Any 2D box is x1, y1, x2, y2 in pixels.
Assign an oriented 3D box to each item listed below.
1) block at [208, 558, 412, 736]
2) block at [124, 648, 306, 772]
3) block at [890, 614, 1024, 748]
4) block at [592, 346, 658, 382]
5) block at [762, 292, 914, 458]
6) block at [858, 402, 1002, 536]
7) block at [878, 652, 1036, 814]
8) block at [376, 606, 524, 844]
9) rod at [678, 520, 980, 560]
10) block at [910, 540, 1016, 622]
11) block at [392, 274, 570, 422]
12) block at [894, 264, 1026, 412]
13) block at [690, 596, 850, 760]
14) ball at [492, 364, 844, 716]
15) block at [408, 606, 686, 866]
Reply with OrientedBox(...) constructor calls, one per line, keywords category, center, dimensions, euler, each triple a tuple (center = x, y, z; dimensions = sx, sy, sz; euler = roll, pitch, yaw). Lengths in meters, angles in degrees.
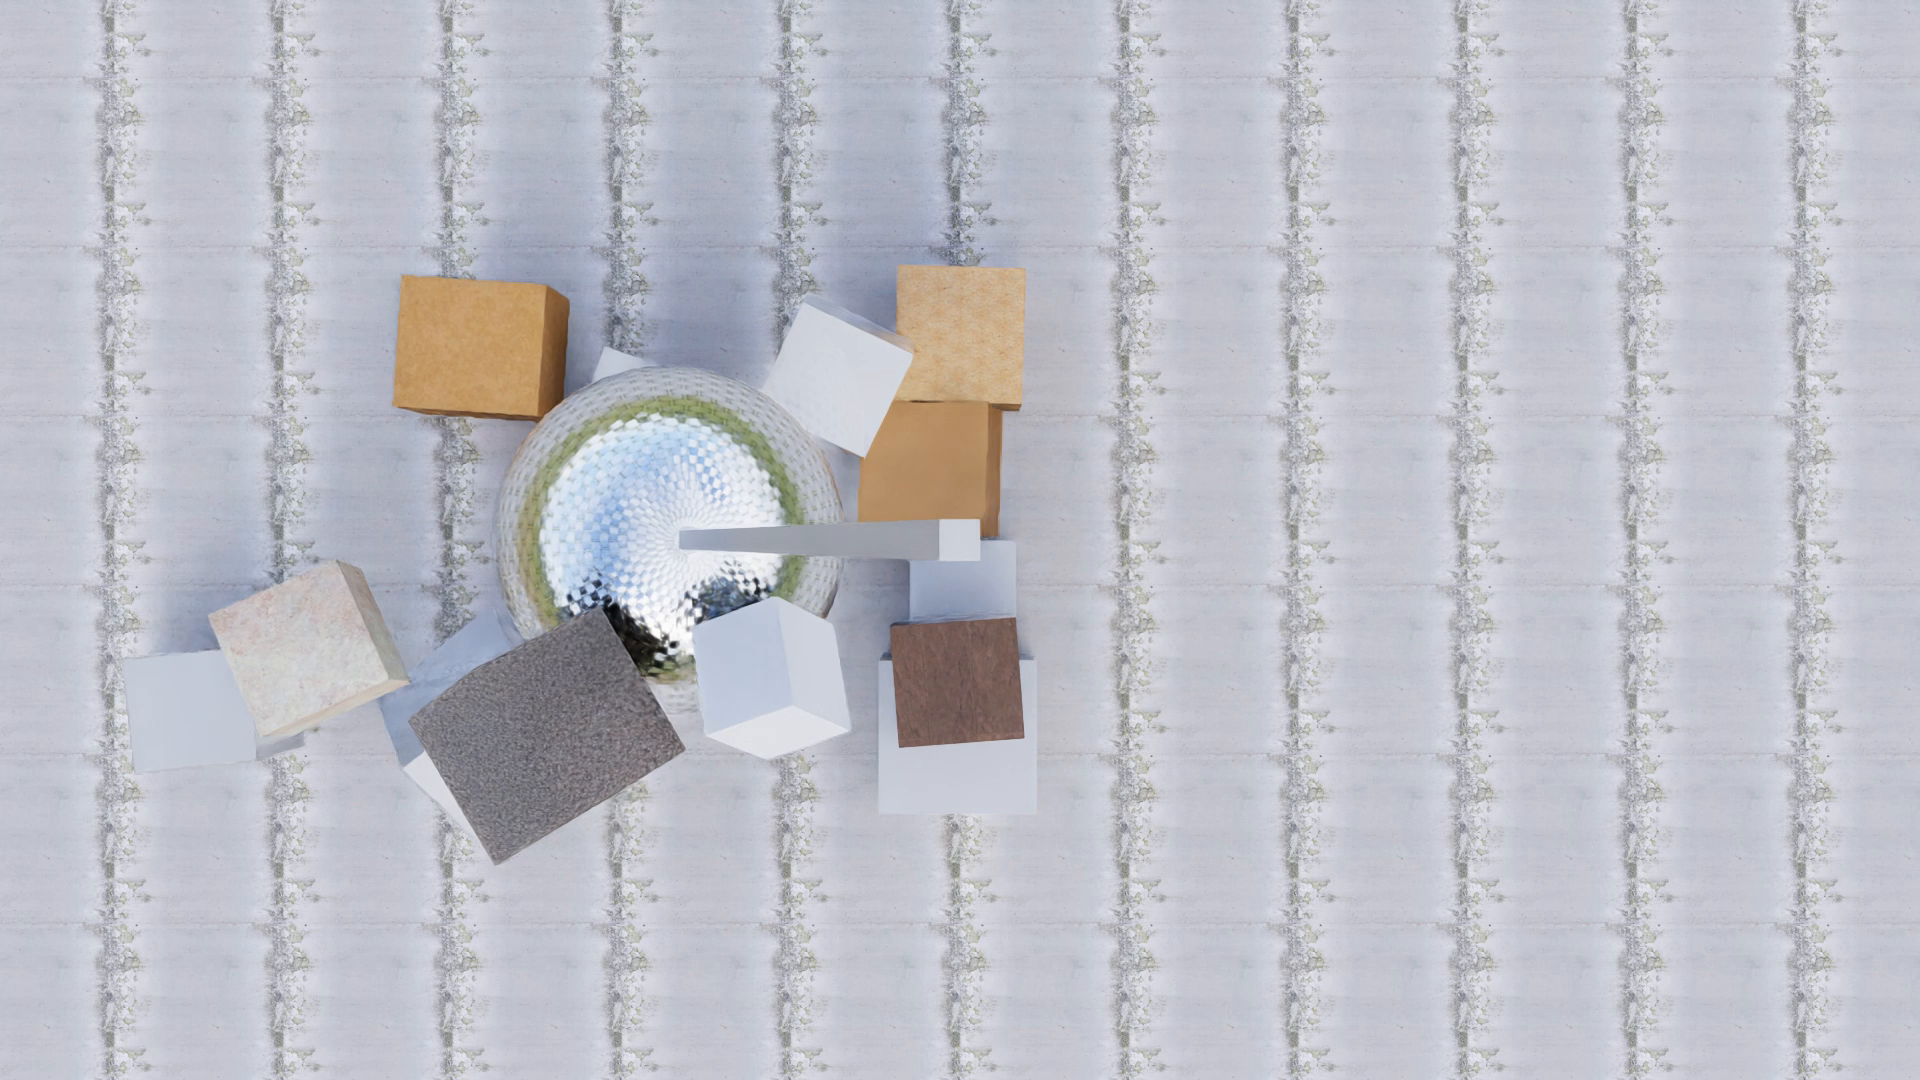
OrientedBox(category="block", center=(-3.321, 0.564, 11.282), dimensions=(0.681, 0.699, 0.660), euler=(-24, 87, -7))
OrientedBox(category="block", center=(-4.265, 0.942, 12.616), dimensions=(0.702, 0.714, 0.628), euler=(-6, 90, 5))
OrientedBox(category="block", center=(-0.014, 0.754, 11.914), dimensions=(0.669, 0.576, 0.644), euler=(-4, 90, 0))
OrientedBox(category="block", center=(-1.746, -0.610, 12.649), dimensions=(0.757, 0.688, 0.737), euler=(19, 90, 1))
OrientedBox(category="block", center=(-0.672, -0.904, 11.942), dimensions=(0.647, 0.591, 0.612), euler=(25, 100, -6))
OrientedBox(category="block", center=(-0.163, -0.401, 12.616), dimensions=(0.715, 0.680, 0.736), euler=(2, 90, 8))
OrientedBox(category="block", center=(-0.012, 1.093, 12.601), dimensions=(0.878, 0.798, 0.850), euler=(0, 90, 0))
OrientedBox(category="block", center=(-2.622, 1.081, 12.395), dimensions=(0.825, 0.839, 0.838), euler=(-39, 123, -3))
OrientedBox(category="rod", center=(-0.574, 0.000, 6.751), dimensions=(0.080, 5.200, 0.080), euler=(0, 90, -13))
OrientedBox(category="block", center=(0.016, 0.332, 12.675), dimensions=(0.595, 0.650, 0.661), euler=(0, 90, 0))
OrientedBox(category="block", center=(-2.732, -1.083, 12.621), dimensions=(0.807, 0.756, 0.733), euler=(4, 90, 0))
OrientedBox(category="block", center=(0.000, -1.149, 12.640), dimensions=(0.717, 0.720, 0.758), euler=(2, 90, 0))
OrientedBox(category="block", center=(-0.792, 0.583, 9.223), dimensions=(0.421, 0.478, 0.486), euler=(-20, 65, 21))
OrientedBox(category="ball", center=(-1.324, 0.000, 10.067), dimensions=(1.600, 1.600, 1.600), euler=(0, 90, 0))
OrientedBox(category="block", center=(-1.729, 0.816, 9.216), dimensions=(0.596, 0.706, 0.713), euler=(-33, 88, 44))
